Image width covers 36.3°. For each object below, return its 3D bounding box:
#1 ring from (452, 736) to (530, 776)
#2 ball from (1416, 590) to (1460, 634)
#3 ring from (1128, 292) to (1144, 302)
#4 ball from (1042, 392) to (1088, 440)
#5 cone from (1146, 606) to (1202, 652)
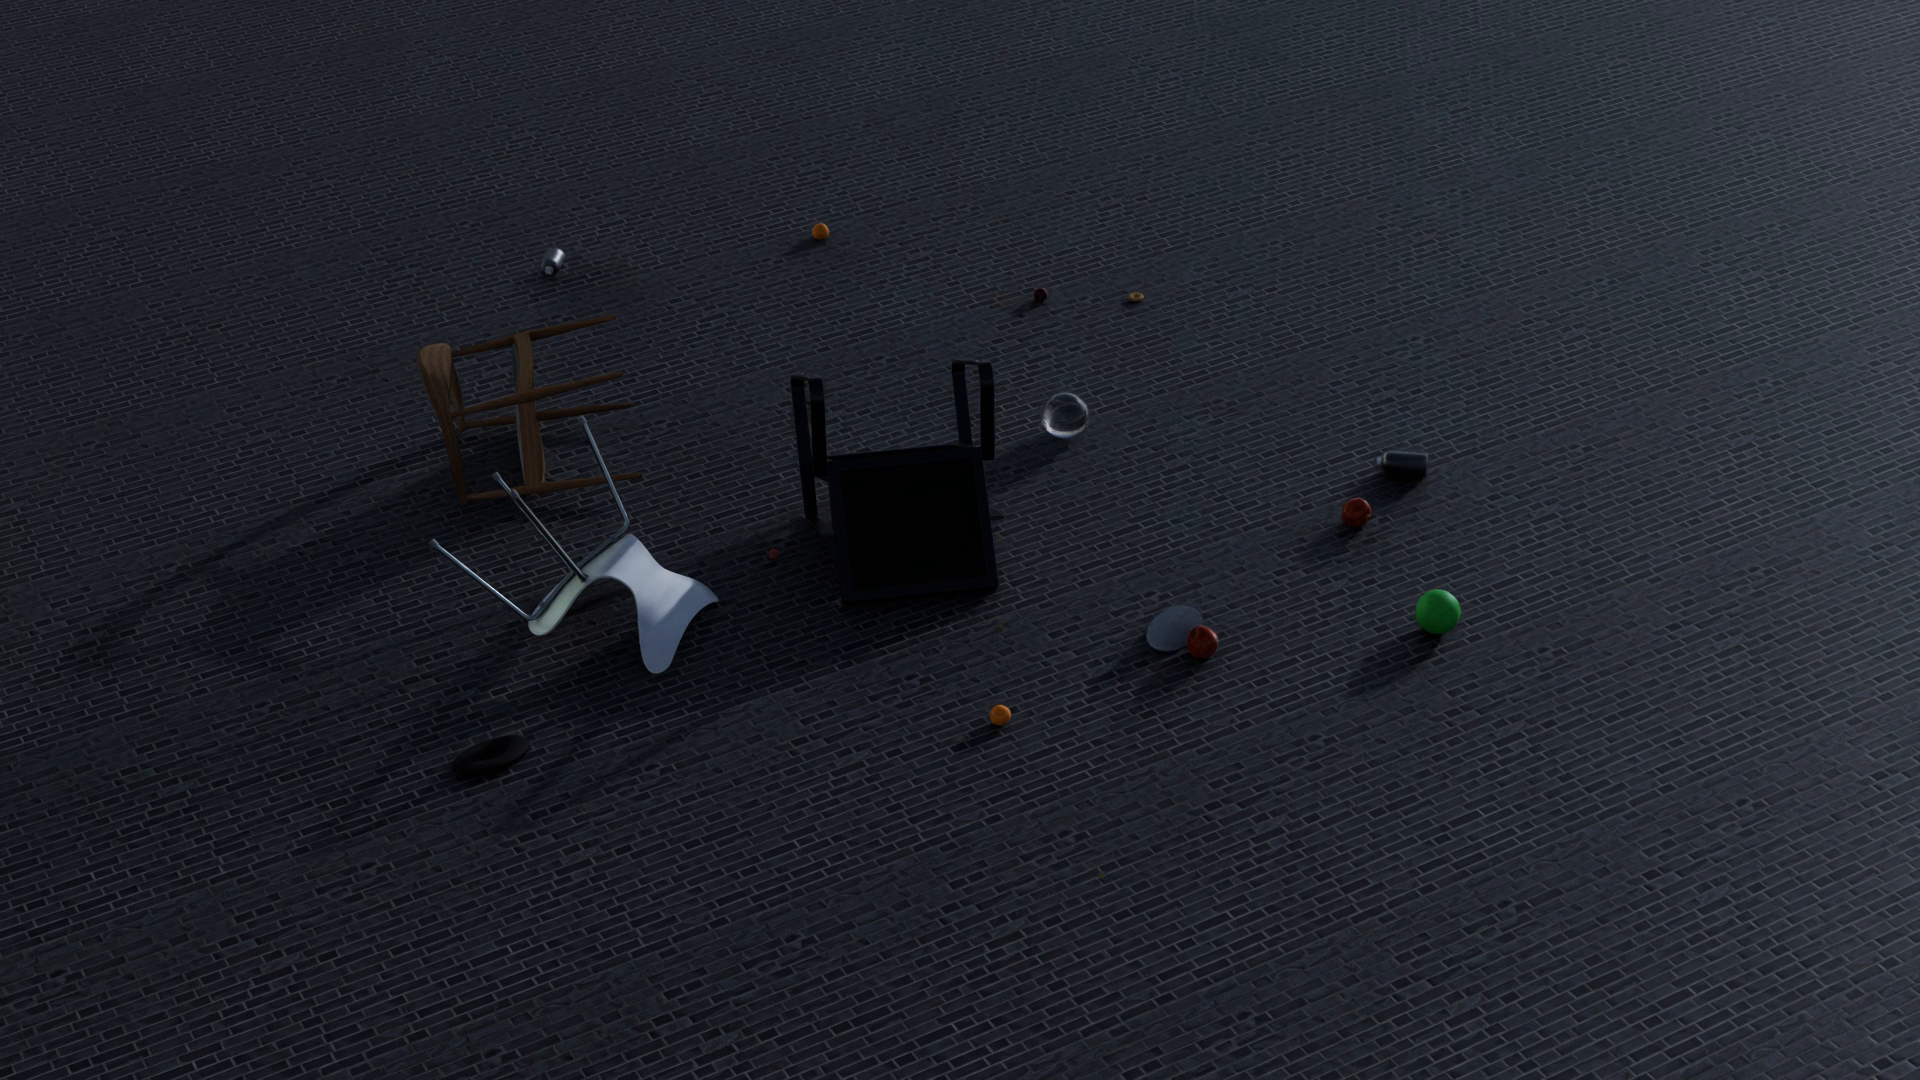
[{"bbox_3d":[-1.570,0.722,9.813,0.285,0.040,0.152,-21,40,-30],"label":"ring"},{"bbox_3d":[1.697,0.255,10.413,0.160,0.160,0.160,0,33,0],"label":"ball"},{"bbox_3d":[0.750,-1.034,12.495,0.068,0.021,0.061,-24,41,-33],"label":"ring"},{"bbox_3d":[0.411,-0.488,11.518,0.184,0.184,0.184,0,33,0],"label":"ball"},{"bbox_3d":[0.721,0.311,10.411,0.245,0.151,0.147,-19,11,-29],"label":"cone"}]
